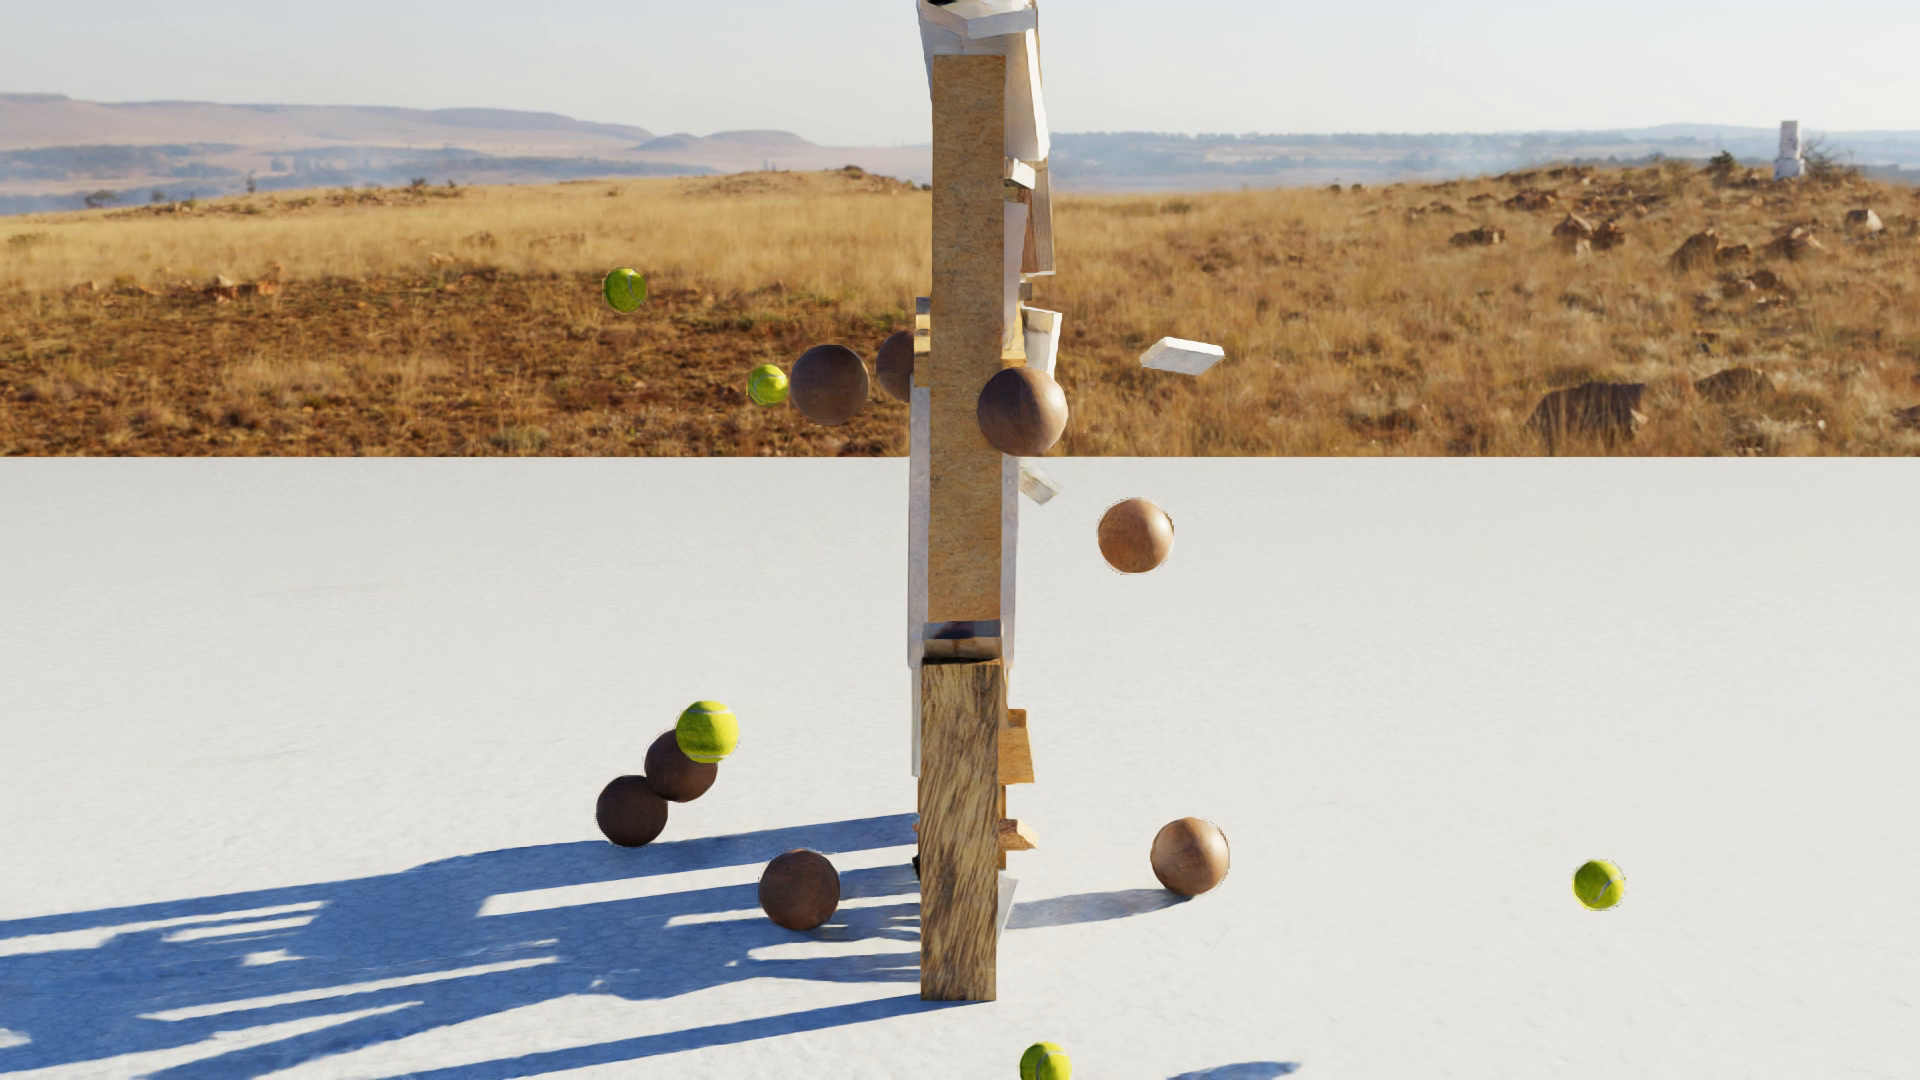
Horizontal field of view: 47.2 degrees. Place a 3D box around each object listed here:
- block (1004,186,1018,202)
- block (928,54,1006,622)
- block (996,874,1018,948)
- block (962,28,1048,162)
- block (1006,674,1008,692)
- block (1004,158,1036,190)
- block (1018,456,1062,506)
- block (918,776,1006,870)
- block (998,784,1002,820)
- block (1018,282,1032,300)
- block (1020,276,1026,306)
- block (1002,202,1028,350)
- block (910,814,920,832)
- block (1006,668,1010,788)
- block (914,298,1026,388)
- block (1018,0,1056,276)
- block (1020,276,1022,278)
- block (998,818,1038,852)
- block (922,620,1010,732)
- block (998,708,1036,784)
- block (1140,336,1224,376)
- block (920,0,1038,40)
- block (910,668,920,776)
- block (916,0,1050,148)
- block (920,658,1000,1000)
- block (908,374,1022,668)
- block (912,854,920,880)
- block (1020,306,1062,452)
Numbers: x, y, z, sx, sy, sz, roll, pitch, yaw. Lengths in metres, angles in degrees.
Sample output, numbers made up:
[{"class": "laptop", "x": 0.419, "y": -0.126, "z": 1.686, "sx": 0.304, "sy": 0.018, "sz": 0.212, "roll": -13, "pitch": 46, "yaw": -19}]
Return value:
[{"class": "block", "x": 0.029, "y": -0.441, "z": 3.383, "sx": 0.108, "sy": 0.217, "sz": 0.031, "roll": 4, "pitch": -15, "yaw": -5}, {"class": "block", "x": 0.009, "y": -0.261, "z": 3.202, "sx": 0.105, "sy": 0.887, "sz": 0.030, "roll": 0, "pitch": -1, "yaw": -1}, {"class": "block", "x": 0.028, "y": 0.580, "z": 3.373, "sx": 0.082, "sy": 0.023, "sz": 0.164, "roll": 16, "pitch": 47, "yaw": 7}, {"class": "block", "x": 0.067, "y": -0.675, "z": 3.301, "sx": 0.105, "sy": 0.210, "sz": 0.030, "roll": 6, "pitch": 31, "yaw": 26}, {"class": "block", "x": 0.003, "y": 0.223, "z": 3.850, "sx": 0.153, "sy": 0.043, "sz": 0.306, "roll": 0, "pitch": 11, "yaw": 0}, {"class": "block", "x": 0.046, "y": -0.565, "z": 3.386, "sx": 0.108, "sy": 0.031, "sz": 0.217, "roll": 4, "pitch": 5, "yaw": 10}, {"class": "block", "x": 0.100, "y": -0.109, "z": 3.624, "sx": 0.128, "sy": 0.018, "sz": 0.064, "roll": 35, "pitch": -28, "yaw": -10}, {"class": "block", "x": 0.003, "y": 0.413, "z": 3.781, "sx": 0.153, "sy": 0.306, "sz": 0.043, "roll": 0, "pitch": 10, "yaw": 0}, {"class": "block", "x": 0.043, "y": 0.406, "z": 3.460, "sx": 0.047, "sy": 0.013, "sz": 0.094, "roll": -3, "pitch": 34, "yaw": 2}, {"class": "block", "x": 0.056, "y": -0.410, "z": 3.594, "sx": 0.096, "sy": 0.027, "sz": 0.192, "roll": 0, "pitch": 8, "yaw": -7}, {"class": "block", "x": 0.057, "y": -0.432, "z": 3.712, "sx": 0.107, "sy": 0.432, "sz": 0.030, "roll": 2, "pitch": 30, "yaw": -5}, {"class": "block", "x": 0.034, "y": -0.395, "z": 3.254, "sx": 0.108, "sy": 0.217, "sz": 0.031, "roll": 7, "pitch": -10, "yaw": -2}, {"class": "block", "x": -0.031, "y": 0.431, "z": 3.458, "sx": 0.094, "sy": 0.013, "sz": 0.047, "roll": -21, "pitch": 10, "yaw": -1}, {"class": "block", "x": 0.023, "y": 0.144, "z": 4.025, "sx": 0.137, "sy": 0.745, "sz": 0.039, "roll": 2, "pitch": 11, "yaw": 5}, {"class": "block", "x": 0.013, "y": -0.305, "z": 3.378, "sx": 0.164, "sy": 0.046, "sz": 0.328, "roll": 1, "pitch": 21, "yaw": -1}, {"class": "block", "x": 0.051, "y": -0.699, "z": 3.522, "sx": 0.167, "sy": 0.556, "sz": 0.047, "roll": -4, "pitch": 0, "yaw": 5}, {"class": "block", "x": 0.047, "y": -0.532, "z": 3.591, "sx": 0.107, "sy": 0.213, "sz": 0.030, "roll": 2, "pitch": 16, "yaw": 5}, {"class": "block", "x": 0.032, "y": 0.467, "z": 3.457, "sx": 0.164, "sy": 0.023, "sz": 0.082, "roll": -7, "pitch": -28, "yaw": 24}, {"class": "block", "x": 0.010, "y": 0.200, "z": 3.178, "sx": 0.110, "sy": 0.221, "sz": 0.031, "roll": -3, "pitch": 48, "yaw": 3}, {"class": "block", "x": 0.054, "y": 0.319, "z": 3.384, "sx": 0.110, "sy": 0.031, "sz": 0.220, "roll": -1, "pitch": -29, "yaw": 5}, {"class": "block", "x": 0.351, "y": -0.291, "z": 3.482, "sx": 0.126, "sy": 0.018, "sz": 0.063, "roll": 5, "pitch": -30, "yaw": -39}, {"class": "block", "x": 0.026, "y": -0.777, "z": 3.243, "sx": 0.105, "sy": 0.030, "sz": 0.210, "roll": -14, "pitch": 25, "yaw": -16}, {"class": "block", "x": -0.023, "y": 0.273, "z": 3.589, "sx": 0.113, "sy": 0.227, "sz": 0.032, "roll": -1, "pitch": 15, "yaw": -4}, {"class": "block", "x": 0.029, "y": -0.762, "z": 3.426, "sx": 0.167, "sy": 0.335, "sz": 0.047, "roll": -8, "pitch": 3, "yaw": 27}, {"class": "block", "x": -0.001, "y": 0.420, "z": 3.167, "sx": 0.110, "sy": 0.515, "sz": 0.031, "roll": 0, "pitch": 14, "yaw": 0}, {"class": "block", "x": 0.004, "y": -0.025, "z": 3.358, "sx": 0.164, "sy": 0.459, "sz": 0.046, "roll": 0, "pitch": 20, "yaw": -3}, {"class": "block", "x": -0.010, "y": 0.562, "z": 3.421, "sx": 0.082, "sy": 0.164, "sz": 0.023, "roll": -7, "pitch": -23, "yaw": -33}, {"class": "block", "x": 0.102, "y": -0.264, "z": 3.579, "sx": 0.096, "sy": 0.228, "sz": 0.027, "roll": 14, "pitch": 15, "yaw": 27}]
